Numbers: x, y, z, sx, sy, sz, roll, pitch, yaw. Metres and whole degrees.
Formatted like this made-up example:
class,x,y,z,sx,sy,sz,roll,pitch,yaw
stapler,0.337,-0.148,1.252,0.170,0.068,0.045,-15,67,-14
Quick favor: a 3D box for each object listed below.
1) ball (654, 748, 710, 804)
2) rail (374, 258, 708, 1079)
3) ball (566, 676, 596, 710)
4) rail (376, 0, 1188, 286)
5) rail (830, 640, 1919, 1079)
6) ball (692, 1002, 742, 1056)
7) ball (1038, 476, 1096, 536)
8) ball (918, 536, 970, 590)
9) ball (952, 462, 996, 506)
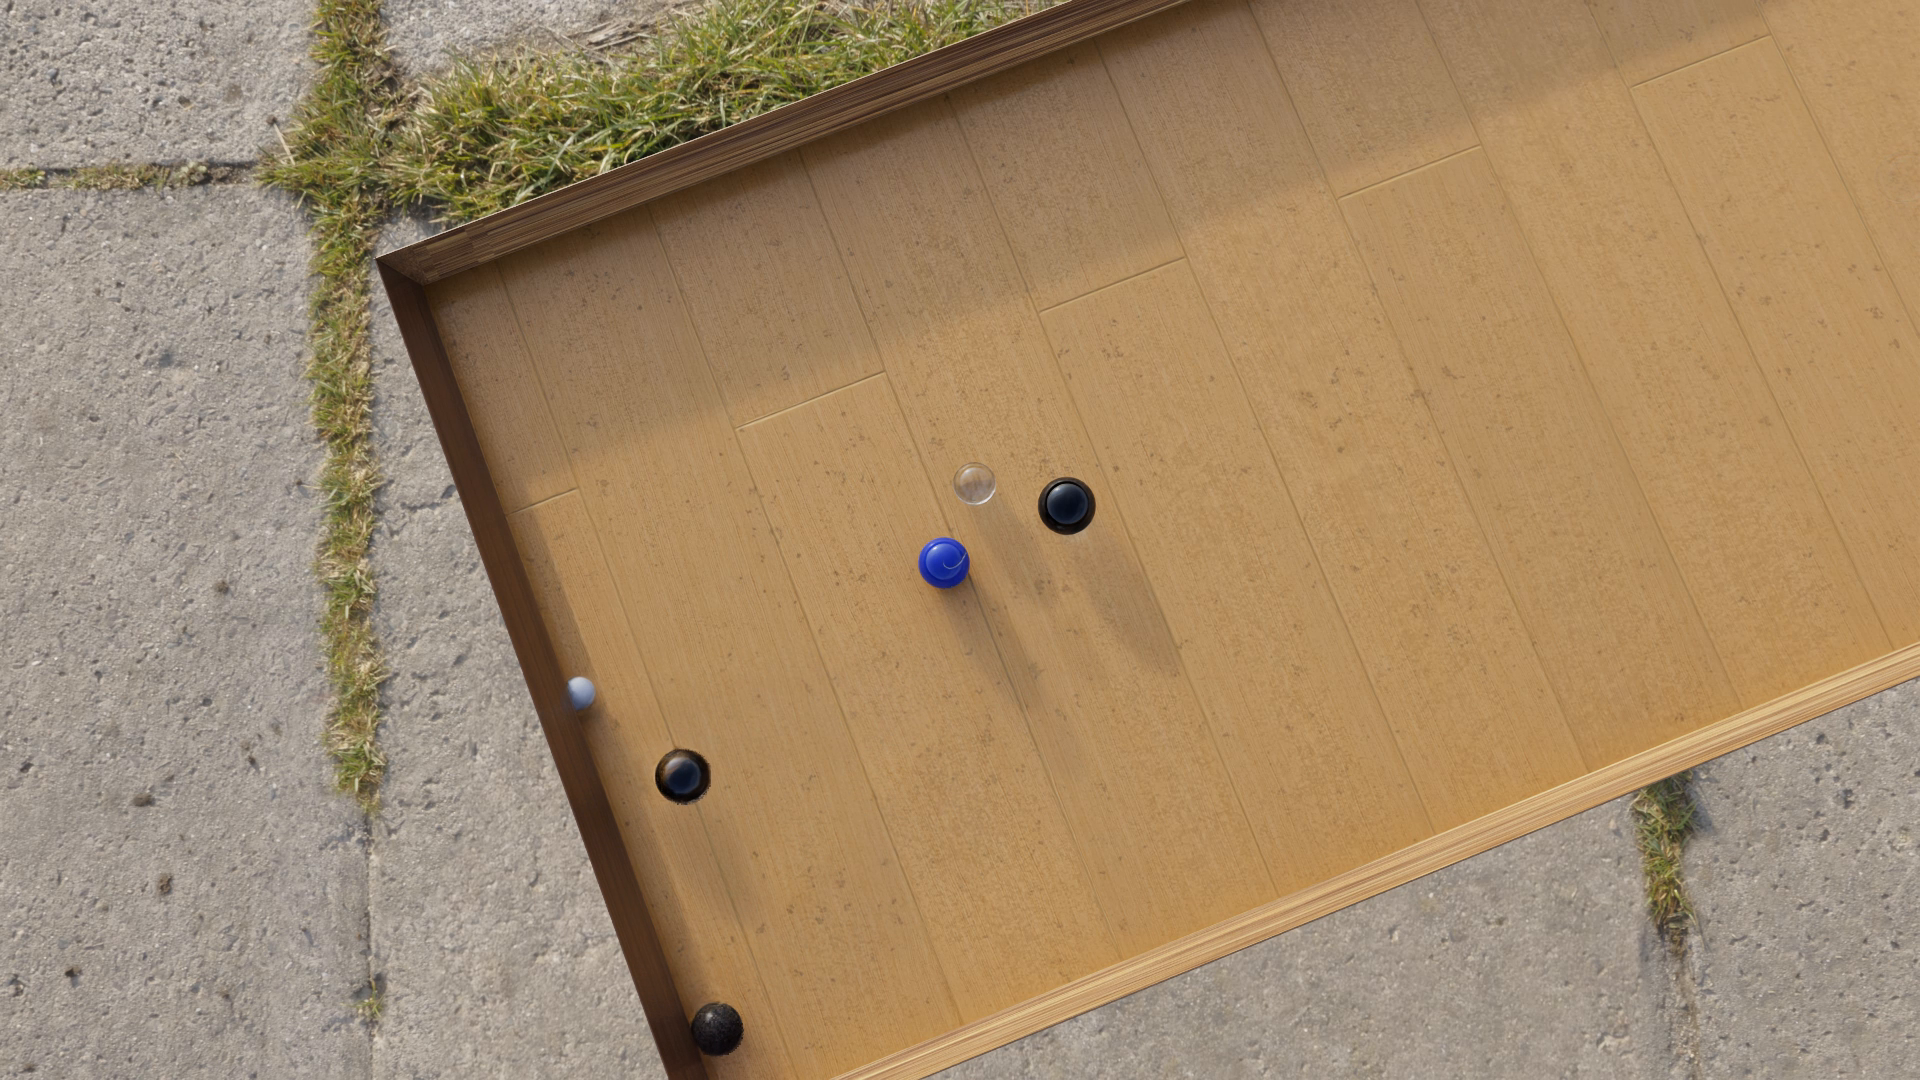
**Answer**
class,x,y,z,sx,sy,sz,roll,pitch,yaw
ball,-0.406,0.346,3.220,0.081,0.081,0.081,0,79,0
rail,-0.596,0.226,3.224,0.045,0.114,1.415,-21,80,-4
ball,-0.565,0.228,3.258,0.050,0.050,0.050,0,79,0
rail,0.368,-0.868,3.430,2.658,0.114,0.045,-21,80,-4
rail,0.869,0.382,3.195,2.658,0.114,0.045,-21,80,-4
ball,-0.349,0.701,3.157,0.074,0.074,0.074,0,79,0
ball,0.160,-0.051,3.291,0.088,0.088,0.088,0,79,0
ball,-0.024,0.034,3.280,0.078,0.078,0.078,0,79,0
ball,0.022,-0.085,3.308,0.066,0.066,0.066,0,79,0
